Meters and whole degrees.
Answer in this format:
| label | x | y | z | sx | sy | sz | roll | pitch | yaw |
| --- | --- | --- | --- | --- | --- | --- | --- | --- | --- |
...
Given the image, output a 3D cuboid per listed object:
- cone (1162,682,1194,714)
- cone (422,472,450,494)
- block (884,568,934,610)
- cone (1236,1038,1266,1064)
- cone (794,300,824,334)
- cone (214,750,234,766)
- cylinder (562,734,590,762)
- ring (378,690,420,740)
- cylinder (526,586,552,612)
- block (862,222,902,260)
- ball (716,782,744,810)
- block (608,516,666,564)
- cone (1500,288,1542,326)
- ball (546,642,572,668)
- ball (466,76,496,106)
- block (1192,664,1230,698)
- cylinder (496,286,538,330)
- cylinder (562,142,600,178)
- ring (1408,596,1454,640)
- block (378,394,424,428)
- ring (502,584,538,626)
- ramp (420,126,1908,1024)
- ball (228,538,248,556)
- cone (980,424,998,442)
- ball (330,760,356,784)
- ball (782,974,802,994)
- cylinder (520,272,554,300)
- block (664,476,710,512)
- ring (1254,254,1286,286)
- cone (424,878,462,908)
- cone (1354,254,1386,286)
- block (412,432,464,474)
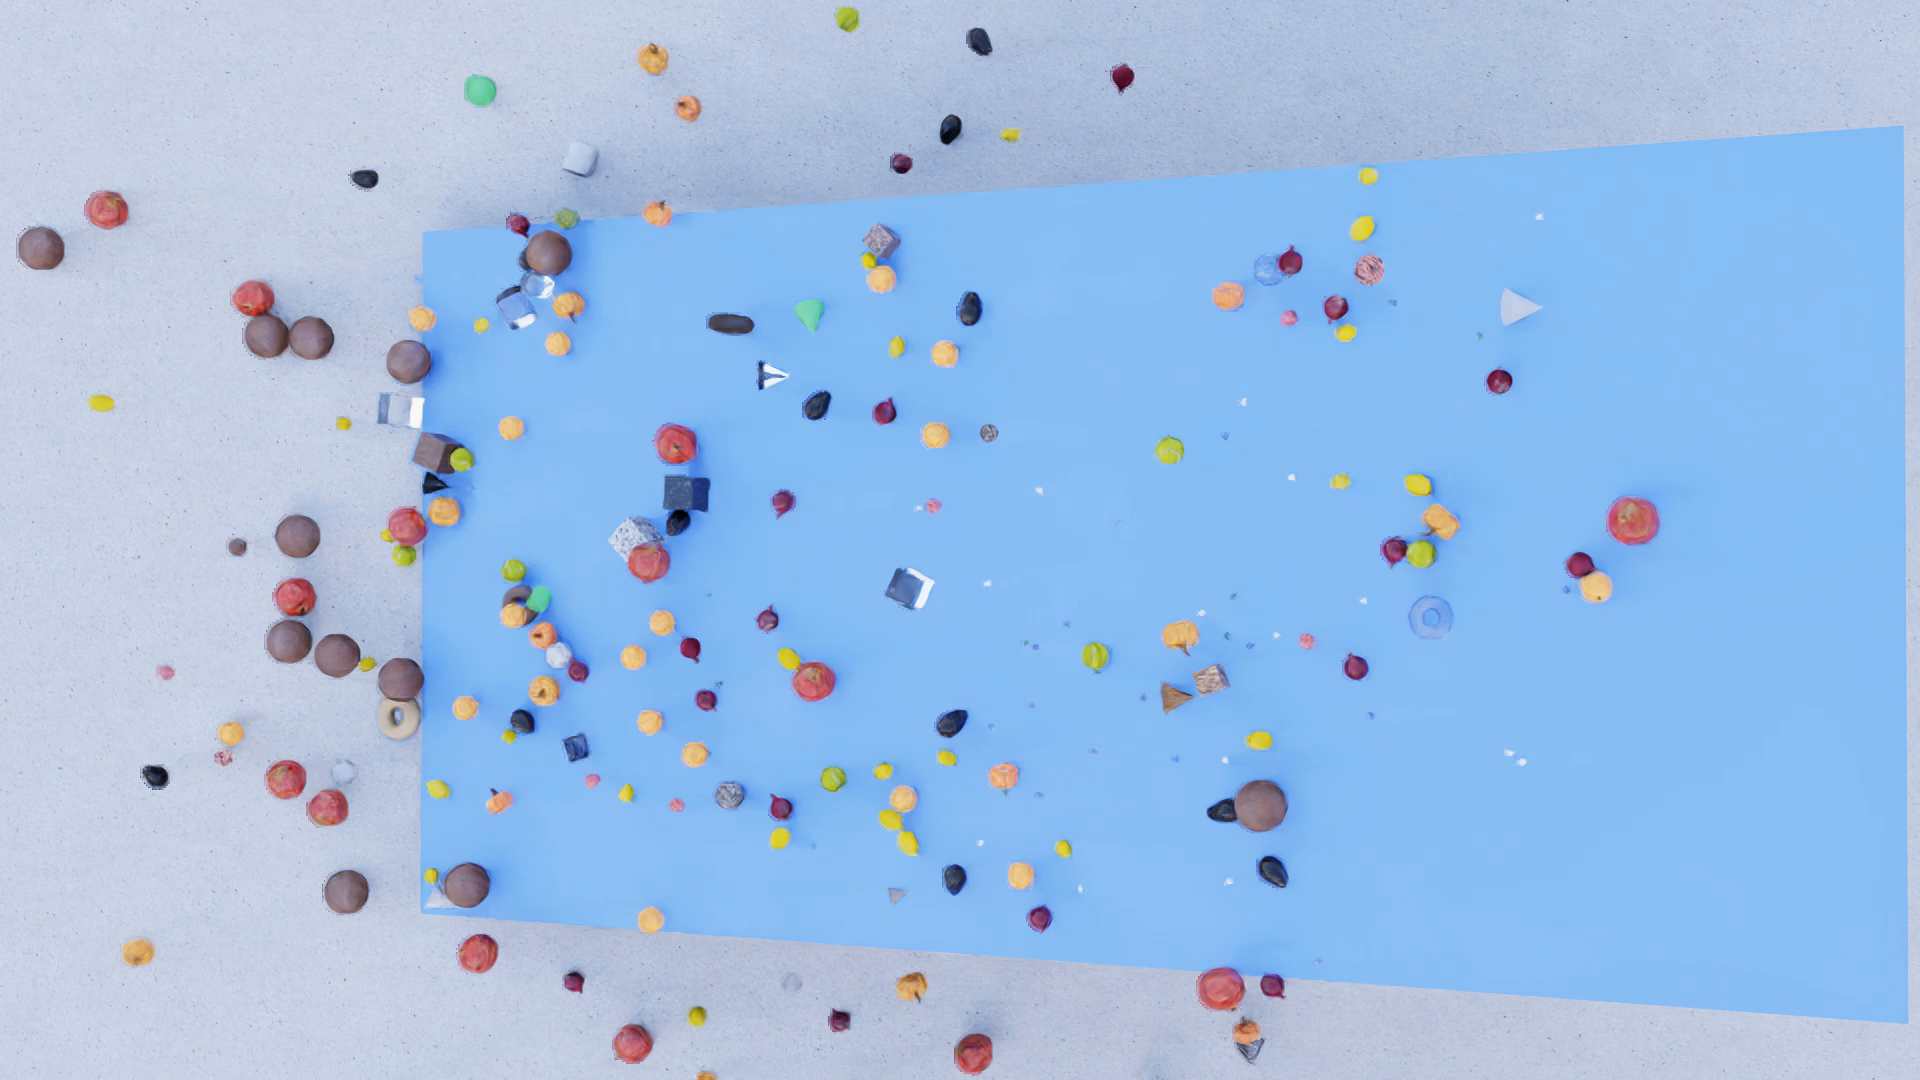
| label | x | y | z | sx | sy | sz | roll | pitch | yaw |
| --- | --- | --- | --- | --- | --- | --- | --- | --- | --- |
| cone | 0.552 | 0.397 | 5.528 | 0.080 | 0.080 | 0.080 | -2 | 89 | -4 |
| cone | -1.523 | -0.160 | 6.414 | 0.072 | 0.072 | 0.072 | 11 | 89 | -4 |
| block | -0.133 | 0.127 | 5.797 | 0.082 | 0.082 | 0.082 | 29 | 100 | 21 |
| cone | 0.871 | 1.491 | 6.480 | 0.079 | 0.079 | 0.079 | -38 | 89 | 9 |
| cone | -0.400 | -0.586 | 5.905 | 0.085 | 0.085 | 0.085 | -11 | 67 | 0 |
| cone | -2.179 | 0.636 | 6.510 | 0.054 | 0.054 | 0.054 | -4 | 106 | -15 |
| cylinder | -1.081 | 0.586 | 6.199 | 0.062 | 0.062 | 0.062 | -19 | 81 | 0 |
| ring | -1.646 | 0.515 | 6.451 | 0.148 | 0.049 | 0.148 | -1 | 87 | 27 |
| cylinder | -1.193 | 0.167 | 6.237 | 0.056 | 0.056 | 0.056 | 23 | 62 | 0 |
| block | -0.206 | -0.796 | 5.848 | 0.064 | 0.064 | 0.064 | 47 | 106 | 17 |
| ball | -0.628 | 0.698 | 6.000 | 0.079 | 0.079 | 0.079 | 0 | 89 | 0 |
| block | -0.900 | 0.001 | 6.116 | 0.093 | 0.093 | 0.093 | -47 | 73 | 16 |
| cone | 1.337 | -0.551 | 5.206 | 0.089 | 0.089 | 0.089 | 0 | 89 | -4 |
| ball | -1.135 | 0.326 | 6.221 | 0.075 | 0.075 | 0.075 | 0 | 89 | 0 |
| ball | -1.420 | -1.331 | 6.517 | 0.089 | 0.089 | 0.089 | 0 | 89 | 0 |
| block | 0.626 | 0.350 | 5.483 | 0.064 | 0.064 | 0.064 | -22 | 81 | 21 |
| cylinder | -1.266 | -0.664 | 6.280 | 0.091 | 0.091 | 0.091 | -26 | 79 | 0 |
| cylinder | -1.123 | -1.126 | 6.516 | 0.085 | 0.085 | 0.085 | 17 | 89 | 0 |
| ring | 1.132 | 0.187 | 5.286 | 0.109 | 0.036 | 0.109 | 0 | 90 | 22 |
| block | -1.638 | -0.379 | 6.437 | 0.088 | 0.088 | 0.088 | 8 | 93 | 25 |
| ring | -1.257 | 0.186 | 6.293 | 0.119 | 0.040 | 0.119 | -1 | 88 | 20 |
| ramp | 0.283 | 0.085 | 5.720 | 4.000 | 0.100 | 2.000 | 0 | 89 | 23 |
| ball | -2.142 | 0.022 | 6.518 | 0.055 | 0.055 | 0.055 | 0 | 89 | 0 |
| cone | 0.066 | -0.280 | 5.734 | 0.050 | 0.050 | 0.050 | 0 | 89 | 23 |
| ball | -1.822 | 0.686 | 6.501 | 0.073 | 0.073 | 0.073 | 0 | 89 | 0 |
| ball | -0.496 | 1.310 | 6.491 | 0.056 | 0.056 | 0.056 | 0 | 89 | 0 |
| cylinder | -1.206 | -0.725 | 6.267 | 0.070 | 0.070 | 0.070 | 0 | 89 | 23 |
| block | -0.753 | -0.127 | 6.057 | 0.091 | 0.091 | 0.091 | 3 | 91 | 23 |
| ring | 0.769 | -0.670 | 5.454 | 0.083 | 0.028 | 0.083 | 0 | 89 | 19 |
| cone | -1.484 | 1.046 | 6.373 | 0.097 | 0.097 | 0.097 | 29 | 89 | -4 |
| cone | 0.986 | -0.660 | 5.336 | 0.076 | 0.076 | 0.076 | 0 | 89 | 23 |
| block | -1.514 | -0.252 | 6.380 | 0.091 | 0.091 | 0.091 | 25 | 99 | 21 |
